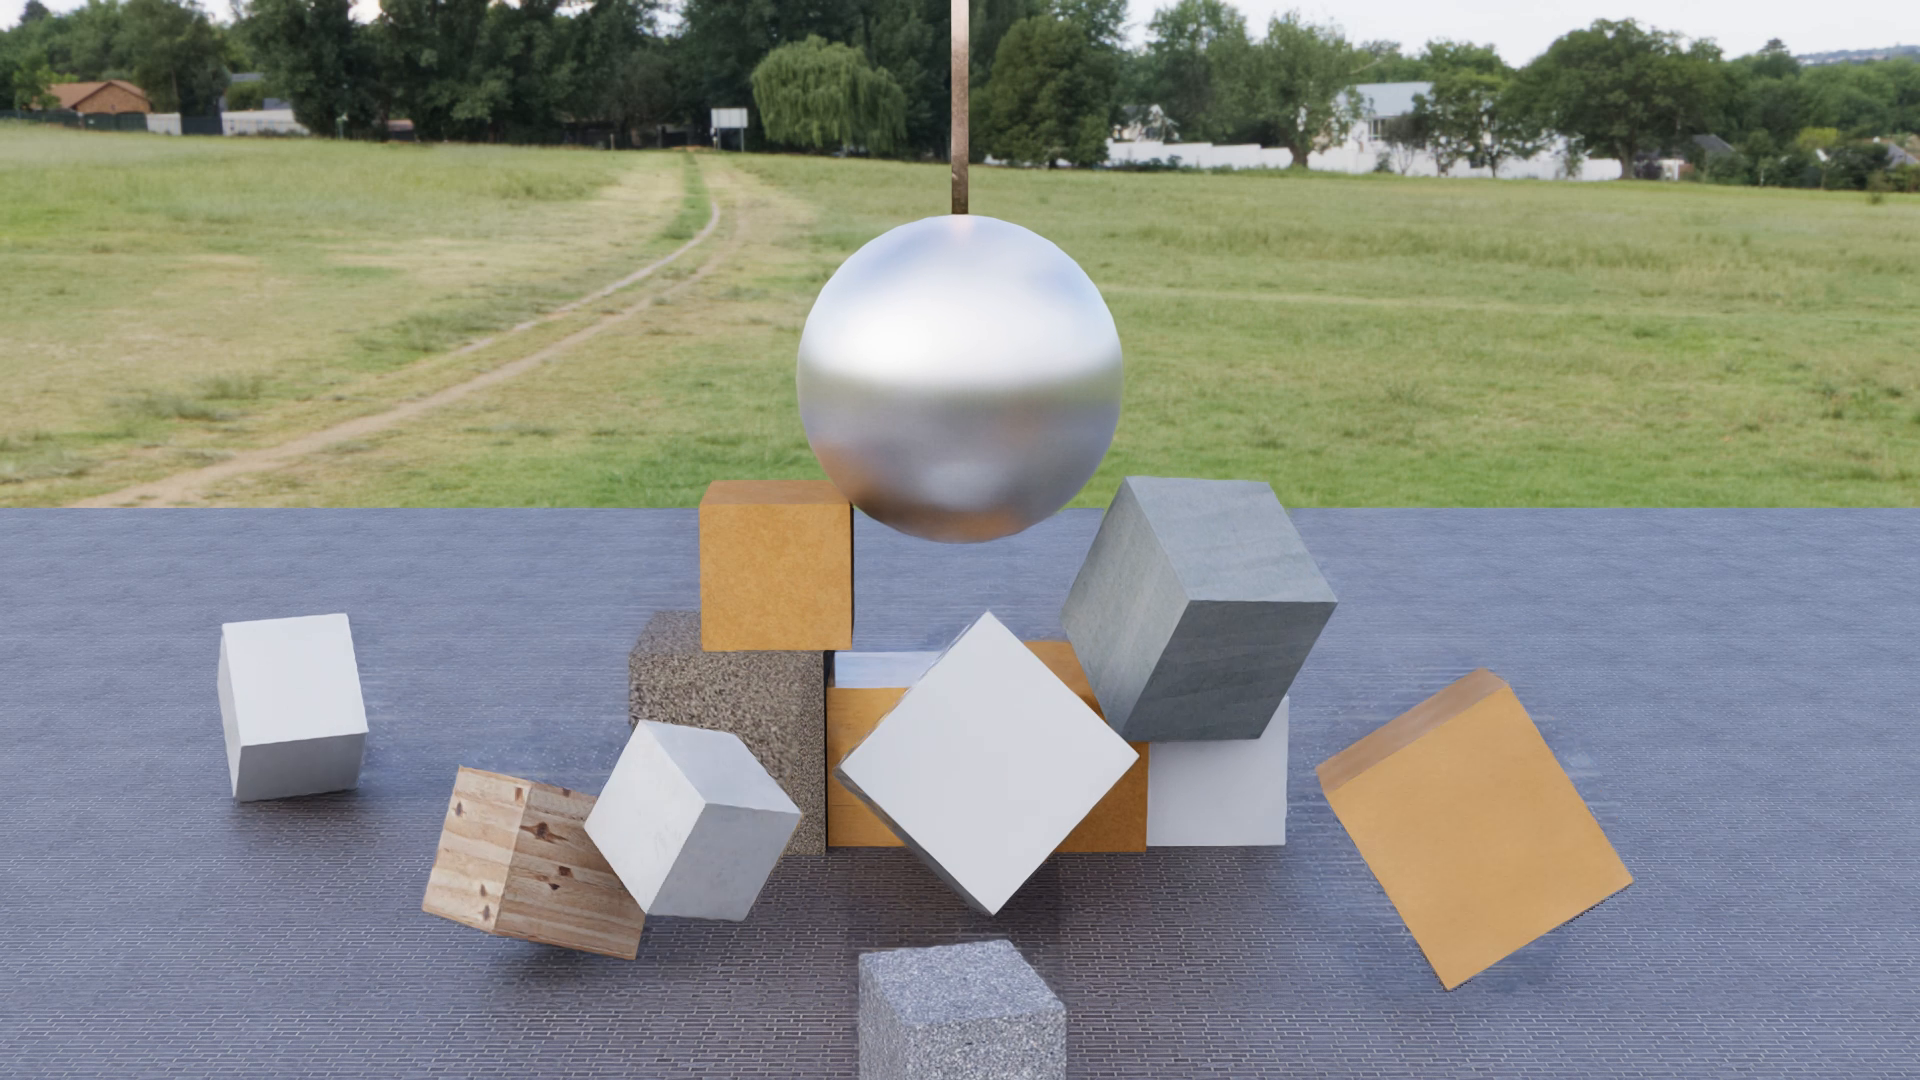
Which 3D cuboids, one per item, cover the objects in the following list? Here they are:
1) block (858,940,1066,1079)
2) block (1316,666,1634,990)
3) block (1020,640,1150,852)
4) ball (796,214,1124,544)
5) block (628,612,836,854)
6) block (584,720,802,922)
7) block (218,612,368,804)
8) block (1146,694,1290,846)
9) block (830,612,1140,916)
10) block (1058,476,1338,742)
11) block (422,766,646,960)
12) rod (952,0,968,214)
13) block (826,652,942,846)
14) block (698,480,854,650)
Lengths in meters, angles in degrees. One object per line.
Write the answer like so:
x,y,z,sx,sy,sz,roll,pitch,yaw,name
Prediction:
-0.003,1.842,7.864,0.571,0.562,0.697,-3,11,-15,block
2.042,1.134,8.880,0.822,0.885,0.848,-32,-2,7,block
0.533,1.045,11.273,0.784,0.832,0.834,0,16,-1,block
0.000,-0.778,10.710,1.600,1.600,1.600,0,10,0,ball
-1.148,0.974,11.347,0.956,1.024,1.000,0,10,0,block
-1.093,1.147,8.973,0.504,0.540,0.577,14,21,-44,block
-3.607,0.904,11.859,0.642,0.741,0.641,-5,-32,-24,block
1.281,1.099,11.385,0.704,0.765,0.742,0,10,-1,block
0.088,1.004,9.866,0.934,0.912,0.834,-46,0,-9,block
1.122,0.334,10.589,0.803,0.938,0.843,1,42,-25,block
-1.770,1.377,9.408,0.685,0.629,0.670,20,-12,-36,block
0.000,-4.151,10.283,0.080,5.200,0.080,0,7,0,rod
-0.277,1.070,11.383,0.776,0.822,0.769,0,10,0,block
-0.914,0.116,11.168,0.736,0.730,0.779,0,10,-2,block
